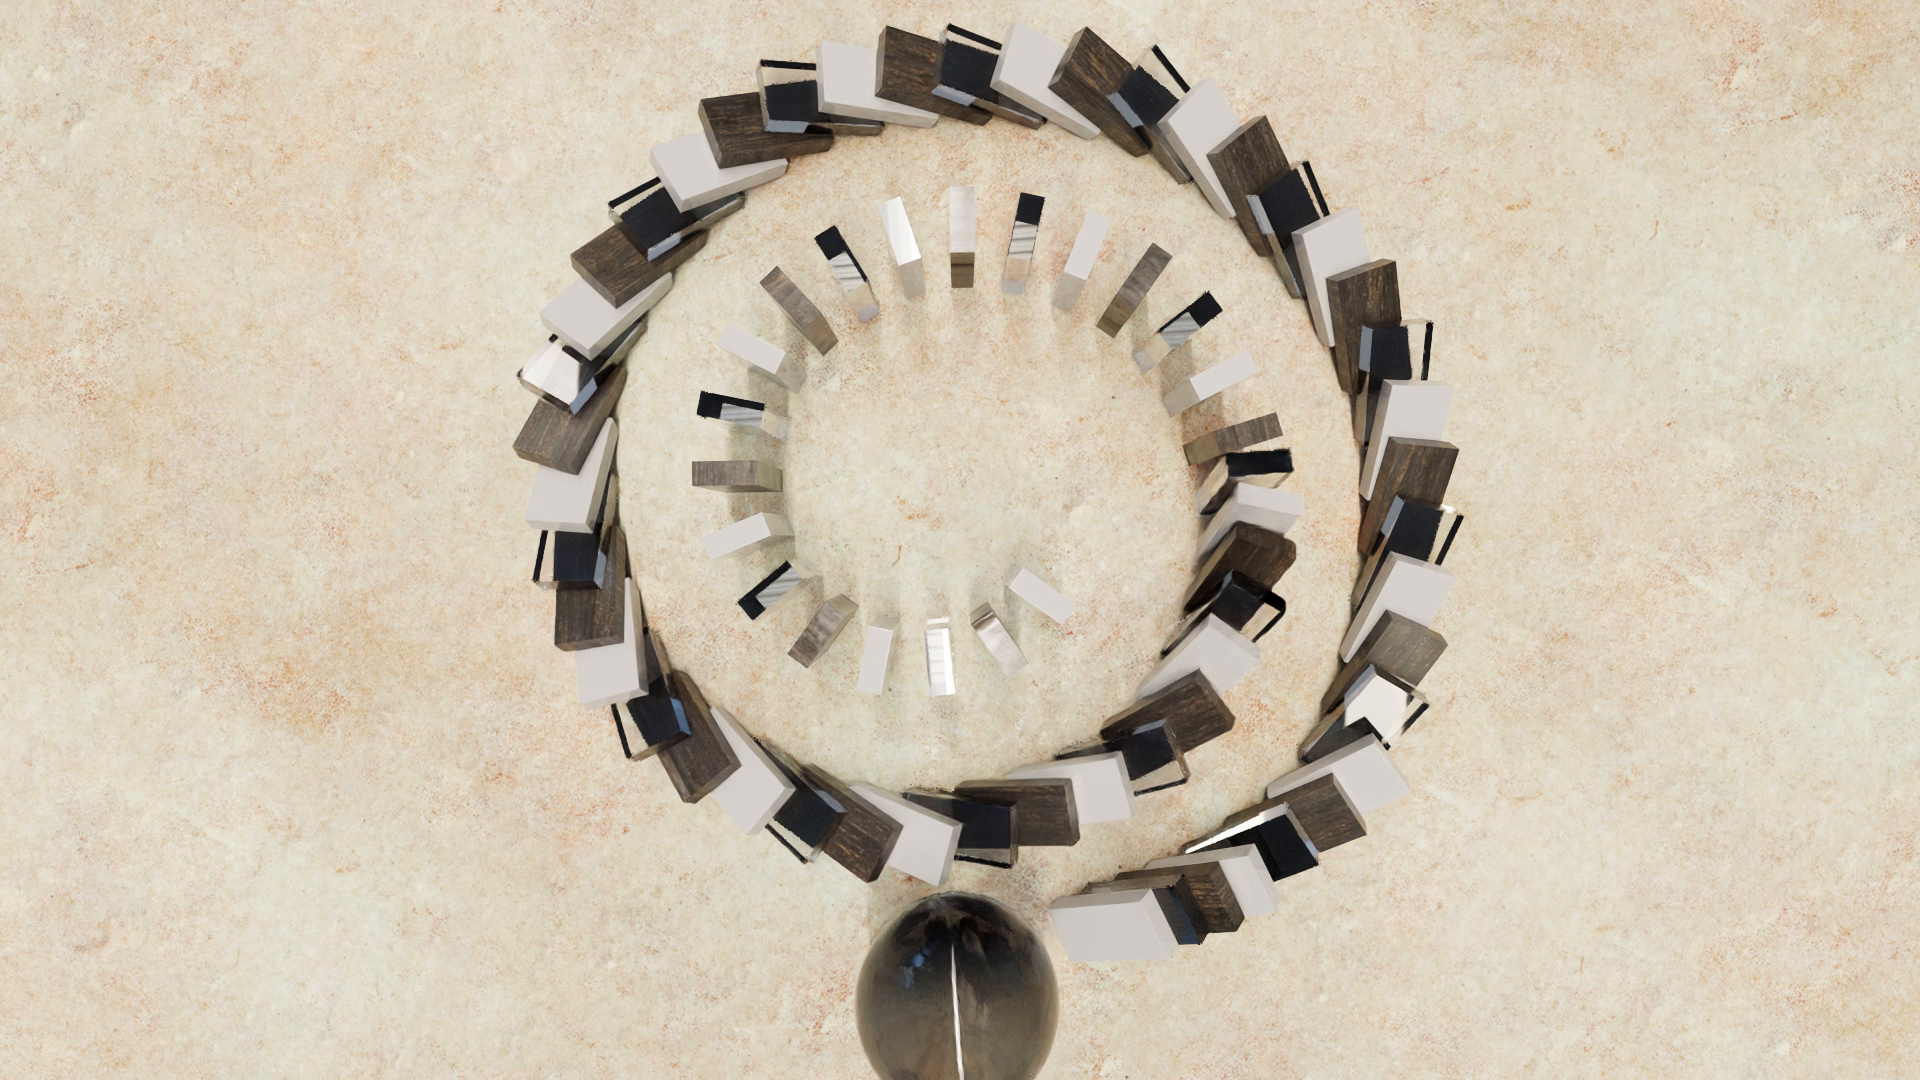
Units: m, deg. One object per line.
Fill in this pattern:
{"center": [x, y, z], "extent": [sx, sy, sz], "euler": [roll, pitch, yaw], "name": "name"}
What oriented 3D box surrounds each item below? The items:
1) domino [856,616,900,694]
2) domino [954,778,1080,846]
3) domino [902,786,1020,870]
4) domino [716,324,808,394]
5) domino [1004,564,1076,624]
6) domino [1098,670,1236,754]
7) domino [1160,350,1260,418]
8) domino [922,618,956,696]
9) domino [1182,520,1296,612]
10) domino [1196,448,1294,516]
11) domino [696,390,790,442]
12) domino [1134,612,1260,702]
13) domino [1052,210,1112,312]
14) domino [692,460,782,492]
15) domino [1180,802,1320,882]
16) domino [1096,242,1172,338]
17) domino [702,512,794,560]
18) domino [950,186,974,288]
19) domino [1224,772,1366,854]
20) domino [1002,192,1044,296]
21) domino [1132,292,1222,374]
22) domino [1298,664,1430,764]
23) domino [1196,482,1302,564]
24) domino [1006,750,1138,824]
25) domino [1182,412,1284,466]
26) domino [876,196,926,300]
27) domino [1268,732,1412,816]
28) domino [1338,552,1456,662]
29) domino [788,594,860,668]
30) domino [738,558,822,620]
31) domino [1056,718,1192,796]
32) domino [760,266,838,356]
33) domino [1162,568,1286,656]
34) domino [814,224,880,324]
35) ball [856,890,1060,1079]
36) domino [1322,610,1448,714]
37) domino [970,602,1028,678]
{"center": [-0.033, 0.046, 0.375], "extent": [0.009, 0.050, 0.025], "euler": [11, 90, 0], "name": "domino"}
{"center": [0.024, 0.114, 0.385], "extent": [0.050, 0.009, 0.025], "euler": [-9, 90, 25], "name": "domino"}
{"center": [0.000, 0.120, 0.385], "extent": [0.050, 0.009, 0.025], "euler": [1, 90, 25], "name": "domino"}
{"center": [-0.080, -0.073, 0.375], "extent": [0.025, 0.050, 0.009], "euler": [27, 90, 0], "name": "domino"}
{"center": [0.032, 0.022, 0.375], "extent": [0.025, 0.050, 0.010], "euler": [35, 90, 0], "name": "domino"}
{"center": [0.086, 0.077, 0.383], "extent": [0.050, 0.010, 0.025], "euler": [-37, 90, 30], "name": "domino"}
{"center": [0.101, -0.063, 0.375], "extent": [0.025, 0.050, 0.009], "euler": [-27, 90, 0], "name": "domino"}
{"center": [-0.008, 0.047, 0.375], "extent": [0.009, 0.050, 0.025], "euler": [-6, 90, 0], "name": "domino"}
{"center": [0.114, 0.015, 0.378], "extent": [0.025, 0.050, 0.010], "euler": [20, 49, 0], "name": "domino"}
{"center": [0.115, -0.023, 0.375], "extent": [0.025, 0.050, 0.010], "euler": [-5, 75, 0], "name": "domino"}
{"center": [-0.088, -0.050, 0.375], "extent": [0.025, 0.050, 0.009], "euler": [12, 90, 0], "name": "domino"}
{"center": [0.098, 0.056, 0.382], "extent": [0.025, 0.010, 0.050], "euler": [35, 124, 0], "name": "domino"}
{"center": [0.049, -0.113, 0.375], "extent": [0.009, 0.050, 0.025], "euler": [22, 90, 0], "name": "domino"}
{"center": [-0.090, -0.026, 0.375], "extent": [0.025, 0.050, 0.010], "euler": [-1, 90, 0], "name": "domino"}
{"center": [0.121, 0.132, 0.385], "extent": [0.050, 0.010, 0.025], "euler": [-33, 90, 25], "name": "domino"}
{"center": [0.070, -0.101, 0.375], "extent": [0.009, 0.050, 0.025], "euler": [35, 90, 0], "name": "domino"}
{"center": [-0.086, -0.002, 0.375], "extent": [0.025, 0.050, 0.010], "euler": [-22, 90, 0], "name": "domino"}
{"center": [0.001, -0.123, 0.375], "extent": [0.009, 0.050, 0.025], "euler": [0, 90, 0], "name": "domino"}
{"center": [0.140, 0.120, 0.385], "extent": [0.050, 0.010, 0.025], "euler": [-33, 90, 25], "name": "domino"}
{"center": [0.025, -0.120, 0.375], "extent": [0.009, 0.050, 0.025], "euler": [12, 90, 0], "name": "domino"}
{"center": [0.088, -0.084, 0.375], "extent": [0.025, 0.050, 0.009], "euler": [-38, 90, 0], "name": "domino"}
{"center": [0.169, 0.079, 0.385], "extent": [0.025, 0.009, 0.050], "euler": [30, 115, 0], "name": "domino"}
{"center": [0.117, -0.004, 0.376], "extent": [0.025, 0.050, 0.009], "euler": [12, 61, 0], "name": "domino"}
{"center": [0.047, 0.106, 0.385], "extent": [0.050, 0.009, 0.025], "euler": [-16, 90, 26], "name": "domino"}
{"center": [0.110, -0.041, 0.375], "extent": [0.025, 0.050, 0.009], "euler": [-17, 89, 0], "name": "domino"}
{"center": [-0.023, -0.118, 0.375], "extent": [0.009, 0.050, 0.025], "euler": [-19, 90, 0], "name": "domino"}
{"center": [0.158, 0.104, 0.385], "extent": [0.050, 0.010, 0.025], "euler": [-37, 90, 25], "name": "domino"}
{"center": [0.183, 0.032, 0.386], "extent": [0.025, 0.009, 0.050], "euler": [17, 114, 0], "name": "domino"}
{"center": [-0.055, 0.036, 0.375], "extent": [0.009, 0.050, 0.025], "euler": [36, 90, 0], "name": "domino"}
{"center": [-0.073, 0.019, 0.375], "extent": [0.025, 0.050, 0.009], "euler": [-39, 90, 0], "name": "domino"}
{"center": [0.068, 0.094, 0.384], "extent": [0.050, 0.009, 0.025], "euler": [-23, 90, 28], "name": "domino"}
{"center": [-0.065, -0.093, 0.375], "extent": [0.010, 0.050, 0.025], "euler": [-43, 90, 0], "name": "domino"}
{"center": [0.109, 0.037, 0.380], "extent": [0.025, 0.009, 0.050], "euler": [32, 130, 0], "name": "domino"}
{"center": [-0.045, -0.107, 0.375], "extent": [0.009, 0.050, 0.025], "euler": [-32, 90, 0], "name": "domino"}
{"center": [-0.001, 0.181, 0.360], "extent": [0.080, 0.080, 0.080], "euler": [0, 90, 0], "name": "ball"}
{"center": [0.178, 0.056, 0.386], "extent": [0.025, 0.010, 0.050], "euler": [25, 114, 0], "name": "domino"}
{"center": [0.015, 0.040, 0.375], "extent": [0.009, 0.050, 0.025], "euler": [-35, 90, 0], "name": "domino"}
